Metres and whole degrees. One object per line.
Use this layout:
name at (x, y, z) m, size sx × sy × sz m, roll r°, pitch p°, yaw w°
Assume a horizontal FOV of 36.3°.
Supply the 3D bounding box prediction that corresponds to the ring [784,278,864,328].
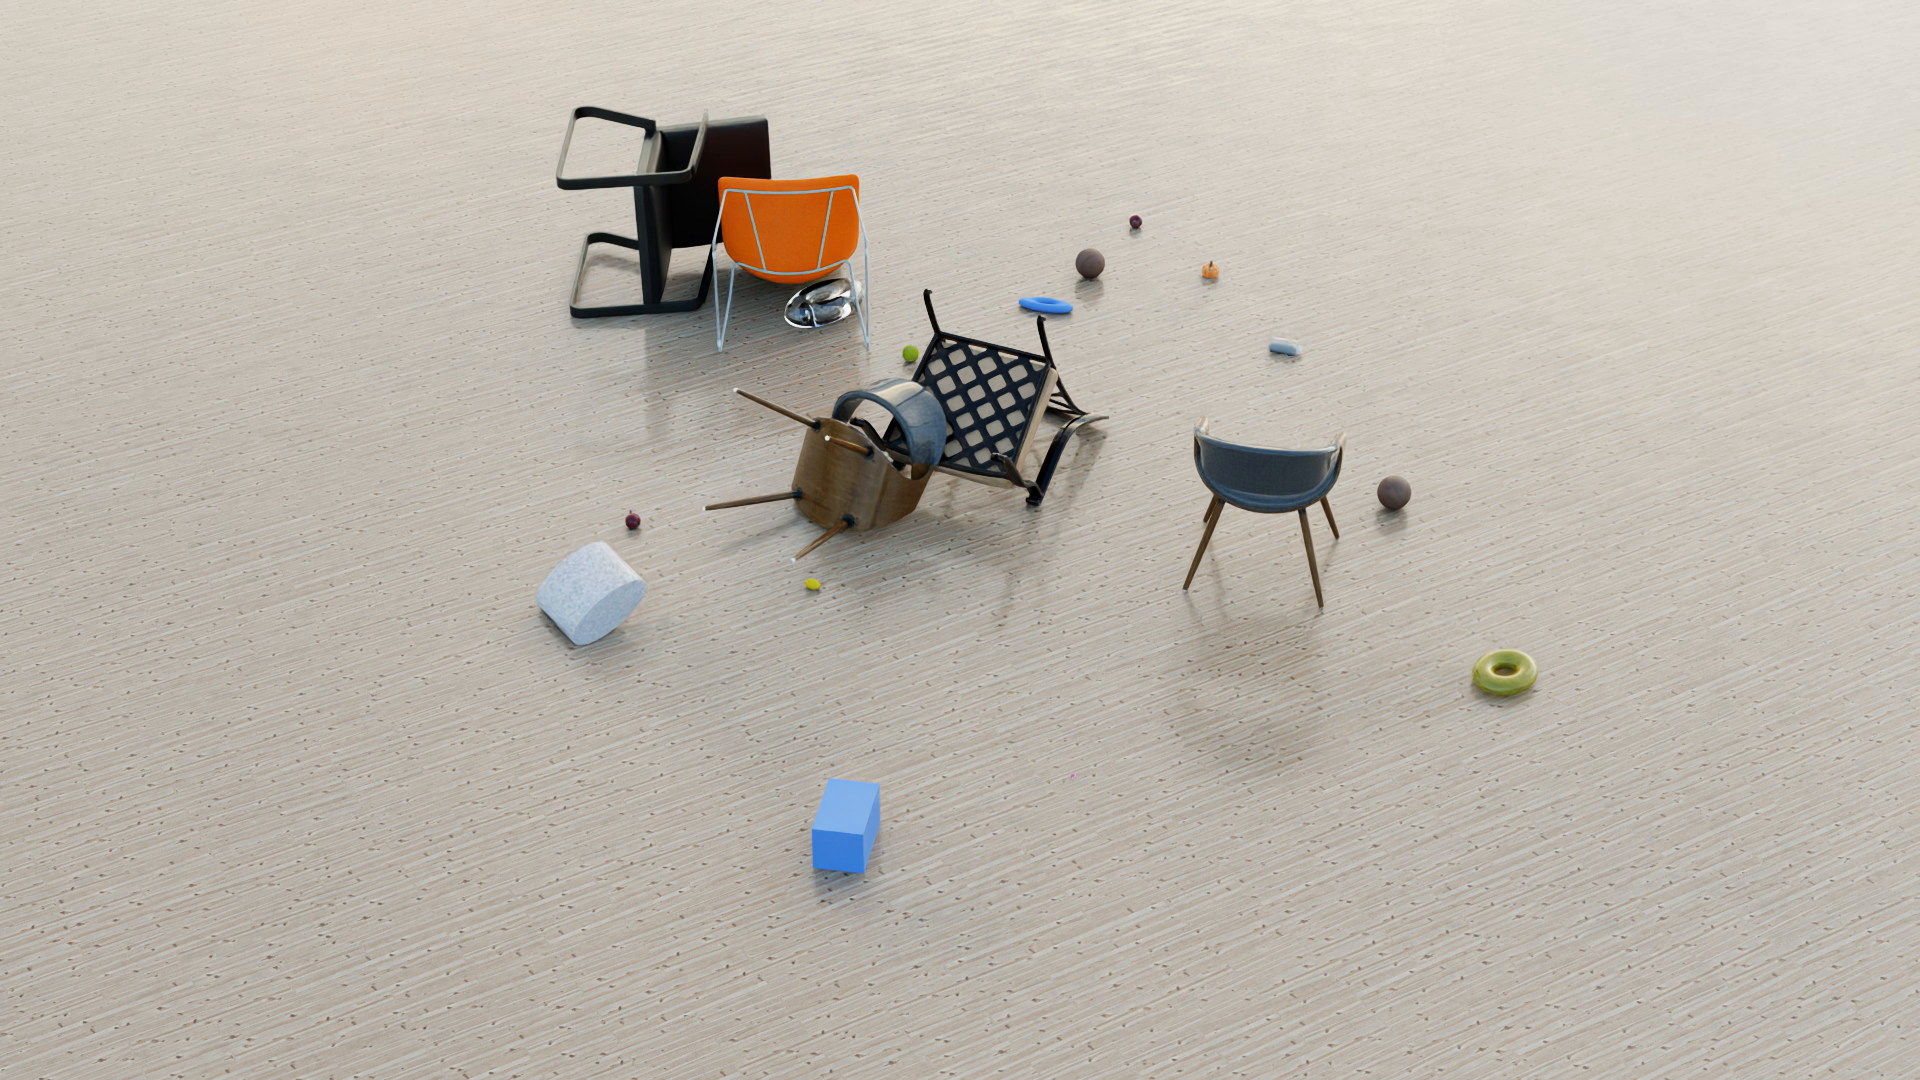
ring at (-0.571, -1.002, 12.372) m, size 0.408 × 0.104 × 0.220 m, roll -27°, pitch 44°, yaw -34°

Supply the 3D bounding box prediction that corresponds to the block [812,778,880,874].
block at (-0.365, 0.916, 9.411) m, size 0.166 × 0.158 × 0.265 m, roll 5°, pitch 34°, yaw 8°

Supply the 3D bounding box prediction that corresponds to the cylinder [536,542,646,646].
cylinder at (-1.320, 0.189, 10.477) m, size 0.329 × 0.146 × 0.296 m, roll -41°, pitch 45°, yaw -8°

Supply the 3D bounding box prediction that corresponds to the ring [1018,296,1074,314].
ring at (0.364, -0.996, 12.421) m, size 0.242 × 0.039 × 0.086 m, roll 9°, pitch 33°, yaw 14°

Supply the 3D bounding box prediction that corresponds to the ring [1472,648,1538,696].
ring at (1.895, 0.459, 10.192) m, size 0.216 × 0.062 × 0.261 m, roll 23°, pitch 41°, yaw 33°
